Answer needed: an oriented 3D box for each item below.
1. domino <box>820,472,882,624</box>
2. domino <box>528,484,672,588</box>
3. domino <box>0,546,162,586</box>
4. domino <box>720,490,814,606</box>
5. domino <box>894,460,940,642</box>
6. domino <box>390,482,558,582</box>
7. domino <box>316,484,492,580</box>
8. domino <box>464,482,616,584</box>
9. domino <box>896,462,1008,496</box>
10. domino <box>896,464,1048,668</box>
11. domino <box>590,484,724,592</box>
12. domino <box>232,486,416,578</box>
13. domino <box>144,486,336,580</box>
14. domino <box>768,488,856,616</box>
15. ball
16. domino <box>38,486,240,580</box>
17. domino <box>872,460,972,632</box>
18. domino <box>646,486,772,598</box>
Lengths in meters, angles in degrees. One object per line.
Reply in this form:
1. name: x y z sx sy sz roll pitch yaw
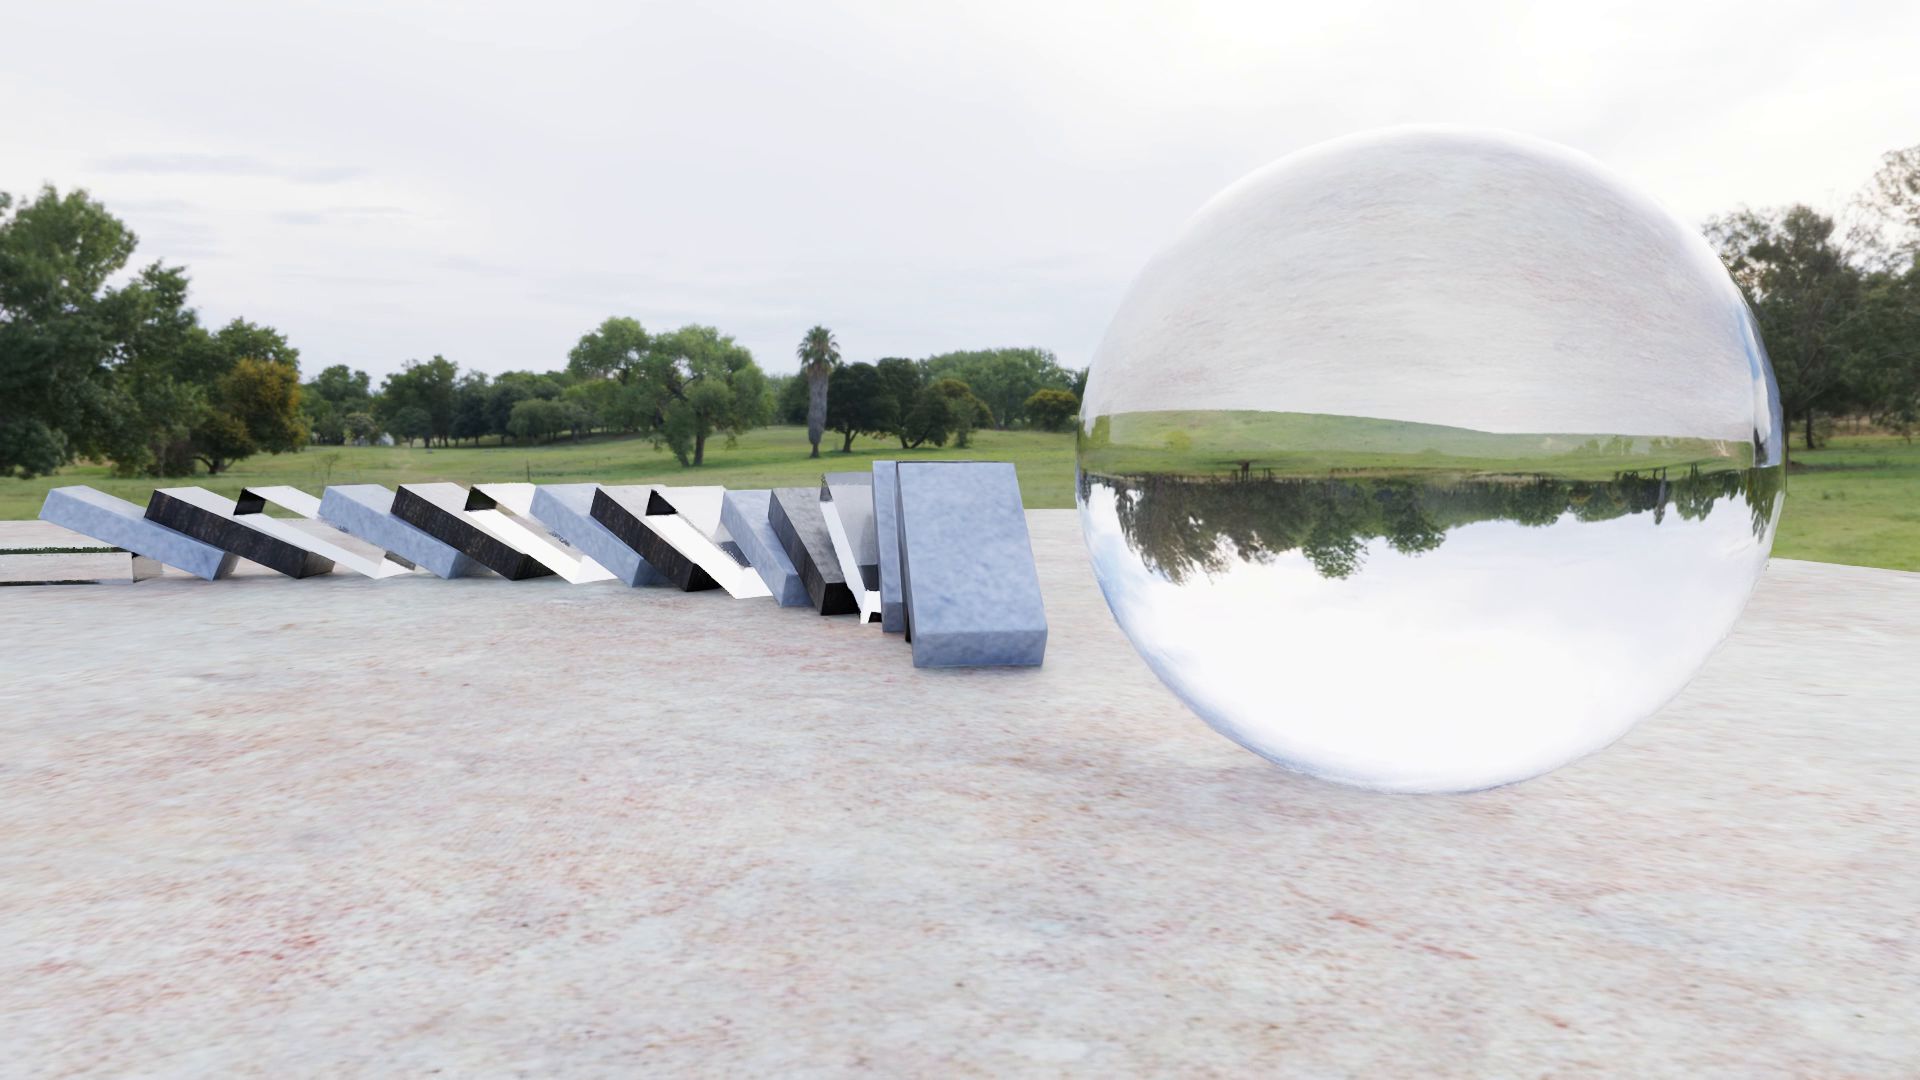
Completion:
1. domino: -0.018 0.001 0.324 0.025 0.009 0.050 -1 37 -19
2. domino: -0.108 -0.002 0.401 0.050 0.010 0.025 31 19 27
3. domino: -0.280 0.008 0.397 0.050 0.010 0.025 -1 4 -14
4. domino: -0.047 0.001 0.359 0.025 0.010 0.050 -3 29 -30
5. domino: -0.001 0.001 0.292 0.025 0.010 0.050 0 42 -7
6. domino: -0.155 -0.003 0.415 0.050 0.010 0.025 27 11 14
7. domino: -0.179 -0.003 0.418 0.050 0.009 0.025 25 9 9
8. domino: -0.131 -0.003 0.410 0.050 0.009 0.025 29 16 22
9. domino: 0.001 0.003 0.277 0.025 0.010 0.050 -1 42 -7
10. domino: 0.001 0.004 0.261 0.025 0.010 0.050 -1 42 -7
11. domino: -0.087 -0.001 0.389 0.050 0.010 0.025 33 23 33
12. domino: -0.205 -0.003 0.417 0.050 0.009 0.025 23 5 1
13. domino: -0.230 -0.003 0.413 0.050 0.010 0.025 23 3 -5
14. domino: -0.032 0.002 0.341 0.025 0.010 0.050 -2 31 -25
15. ball: 0.054 -0.009 0.158 0.080 0.080 0.080 0 4 0
16. domino: -0.256 -0.002 0.403 0.050 0.010 0.025 24 -2 -16
17. domino: -0.007 0.000 0.307 0.025 0.009 0.050 -1 42 -7
18. domino: -0.068 0.000 0.375 0.025 0.010 0.050 -4 31 -46
